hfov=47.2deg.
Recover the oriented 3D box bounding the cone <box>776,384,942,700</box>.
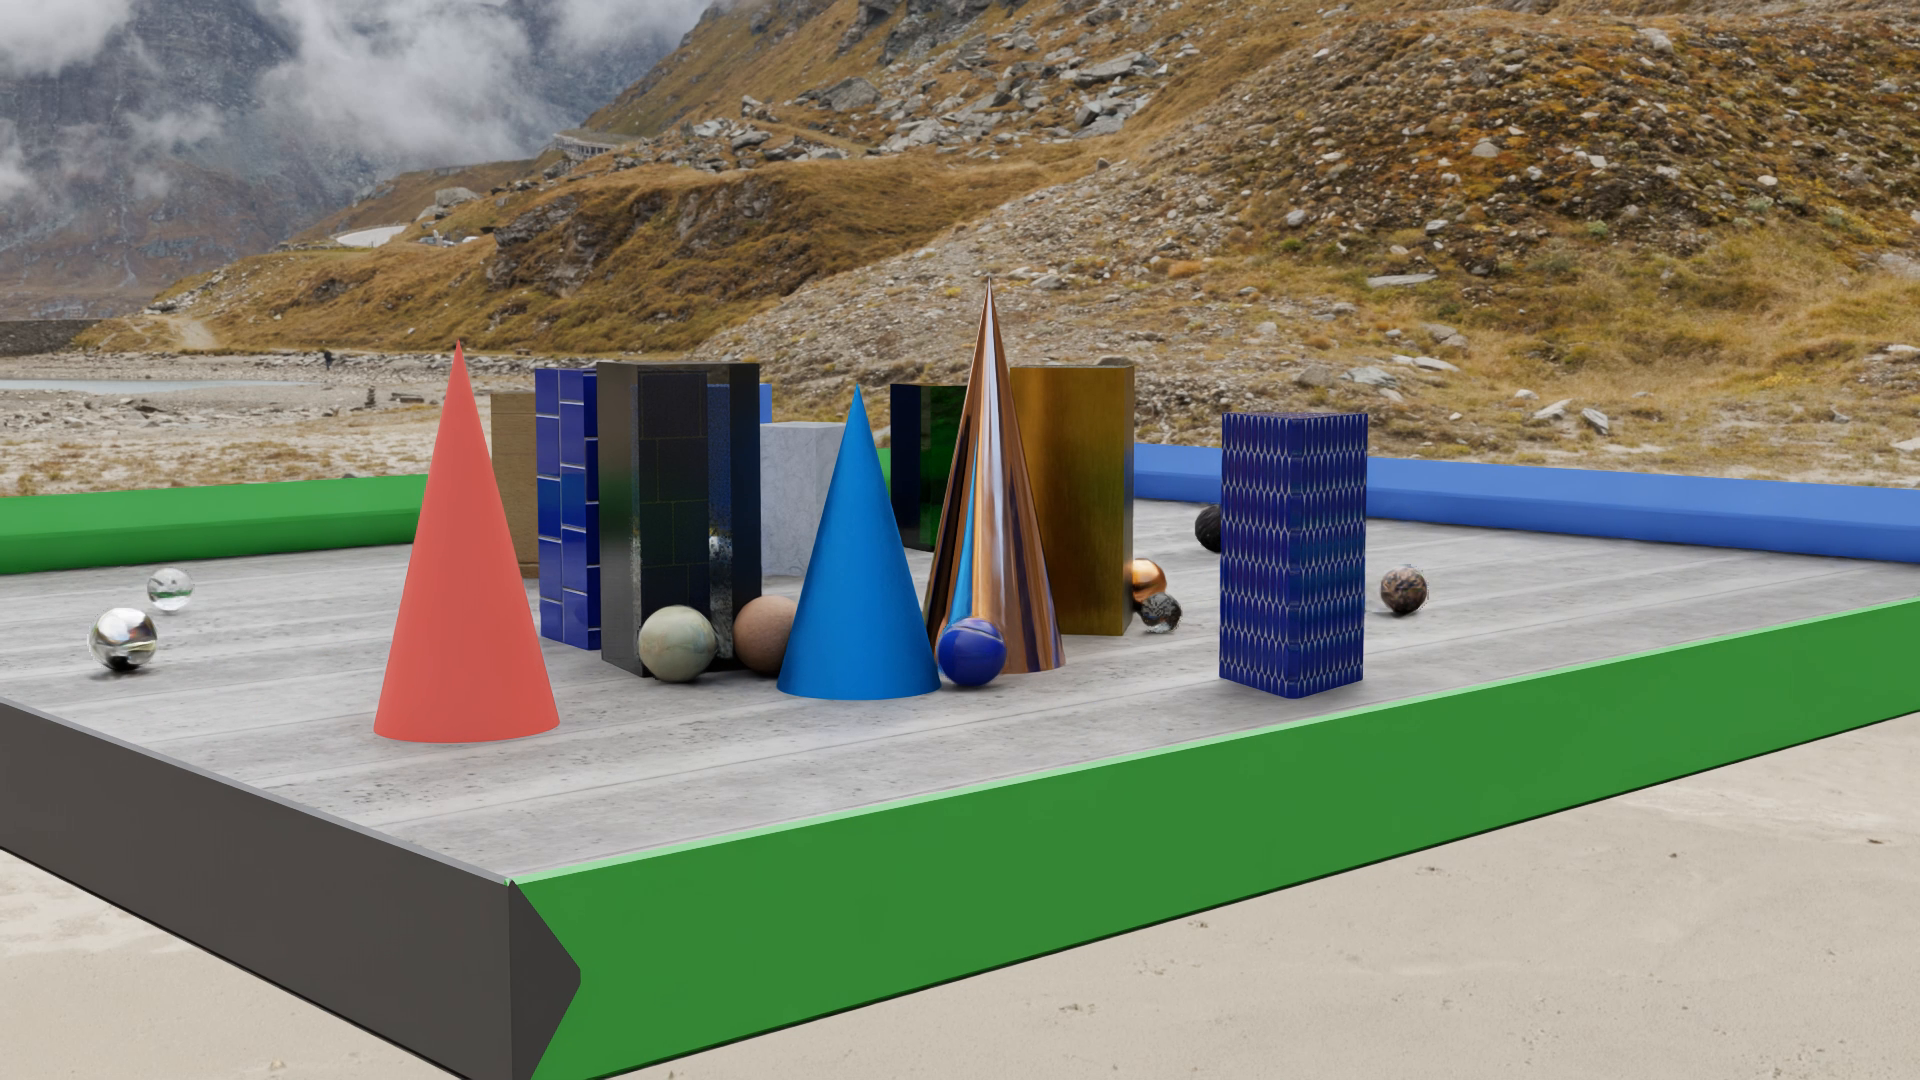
[{"bbox_3d":[-0.120,-0.006,2.597,0.196,0.361,0.196,0,6,0],"label":"cone"}]

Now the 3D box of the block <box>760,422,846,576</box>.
[{"bbox_3d":[-0.265,-0.073,3.768,0.157,0.250,0.157,4,7,32],"label":"block"}]

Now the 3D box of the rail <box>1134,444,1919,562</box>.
[{"bbox_3d":[1.172,-0.079,4.408,0.045,0.127,2.769,-5,8,-42],"label":"rail"}]

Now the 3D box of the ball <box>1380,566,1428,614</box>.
[{"bbox_3d":[0.653,0.073,3.237,0.069,0.069,0.069,0,6,0],"label":"ball"}]

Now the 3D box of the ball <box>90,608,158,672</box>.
[{"bbox_3d":[-1.033,0.123,2.718,0.079,0.079,0.079,0,6,0],"label":"ball"}]

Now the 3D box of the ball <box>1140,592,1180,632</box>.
[{"bbox_3d":[0.278,0.100,3.043,0.056,0.056,0.056,0,6,0],"label":"ball"}]

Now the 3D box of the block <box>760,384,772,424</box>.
[{"bbox_3d":[-0.478,-0.165,4.425,0.157,0.296,0.157,2,6,14],"label":"block"}]

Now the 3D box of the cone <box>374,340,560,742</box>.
[{"bbox_3d":[-0.530,-0.007,2.345,0.196,0.415,0.196,0,6,0],"label":"cone"}]

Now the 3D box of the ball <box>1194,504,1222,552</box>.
[{"bbox_3d":[0.478,-0.022,4.058,0.088,0.088,0.088,0,6,0],"label":"ball"}]

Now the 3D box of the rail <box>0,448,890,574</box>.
[{"bbox_3d":[-0.923,-0.071,4.326,3.238,0.127,0.045,-5,8,-42],"label":"rail"}]

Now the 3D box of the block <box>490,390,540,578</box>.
[{"bbox_3d":[-0.696,-0.097,3.723,0.157,0.307,0.157,0,6,0],"label":"block"}]

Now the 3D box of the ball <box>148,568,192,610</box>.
[{"bbox_3d":[-1.175,0.073,3.269,0.063,0.063,0.063,0,6,0],"label":"ball"}]

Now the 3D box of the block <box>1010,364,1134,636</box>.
[{"bbox_3d":[0.158,-0.060,3.086,0.157,0.366,0.157,1,6,9],"label":"block"}]

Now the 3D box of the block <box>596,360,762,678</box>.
[{"bbox_3d":[-0.352,-0.032,2.756,0.157,0.379,0.157,-3,7,-27],"label":"block"}]

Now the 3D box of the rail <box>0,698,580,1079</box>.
[{"bbox_3d":[-1.172,0.146,2.256,0.045,0.127,2.769,-5,8,-42],"label":"rail"}]

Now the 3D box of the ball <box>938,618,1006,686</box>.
[{"bbox_3d":[0.014,0.133,2.607,0.082,0.082,0.082,0,6,0],"label":"ball"}]

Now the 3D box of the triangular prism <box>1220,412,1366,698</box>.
[{"bbox_3d":[0.376,0.011,2.622,0.147,0.322,0.170,5,8,37],"label":"triangular prism"}]

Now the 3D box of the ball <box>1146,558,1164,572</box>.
[{"bbox_3d":[0.279,0.062,3.346,0.068,0.068,0.068,0,6,0],"label":"ball"}]

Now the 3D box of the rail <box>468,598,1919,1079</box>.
[{"bbox_3d":[0.923,0.137,2.337,3.238,0.127,0.045,-5,8,-42],"label":"rail"}]

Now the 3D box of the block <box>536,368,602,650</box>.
[{"bbox_3d":[-0.466,-0.048,2.973,0.157,0.366,0.157,-4,7,-34],"label":"block"}]

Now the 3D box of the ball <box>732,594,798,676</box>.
[{"bbox_3d":[-0.230,0.116,2.690,0.098,0.098,0.098,0,6,0],"label":"ball"}]

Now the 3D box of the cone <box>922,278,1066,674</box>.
[{"bbox_3d":[0.037,-0.087,2.767,0.196,0.486,0.196,0,6,0],"label":"cone"}]

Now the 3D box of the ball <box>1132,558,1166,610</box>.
[{"bbox_3d":[0.269,0.066,3.275,0.076,0.076,0.076,0,6,0],"label":"ball"}]

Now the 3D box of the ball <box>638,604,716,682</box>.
[{"bbox_3d":[-0.339,0.124,2.638,0.093,0.093,0.093,0,6,0],"label":"ball"}]

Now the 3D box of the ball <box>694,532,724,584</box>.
[{"bbox_3d":[-0.429,0.028,3.586,0.086,0.086,0.086,0,6,0],"label":"ball"}]

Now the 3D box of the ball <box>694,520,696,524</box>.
[{"bbox_3d":[-0.528,-0.019,4.008,0.094,0.094,0.094,0,6,0],"label":"ball"}]

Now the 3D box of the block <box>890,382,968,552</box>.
[{"bbox_3d":[-0.025,-0.140,4.141,0.157,0.306,0.157,-3,7,-30],"label":"block"}]

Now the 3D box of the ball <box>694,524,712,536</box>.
[{"bbox_3d":[-0.460,0.012,3.770,0.081,0.081,0.081,0,6,0],"label":"ball"}]
